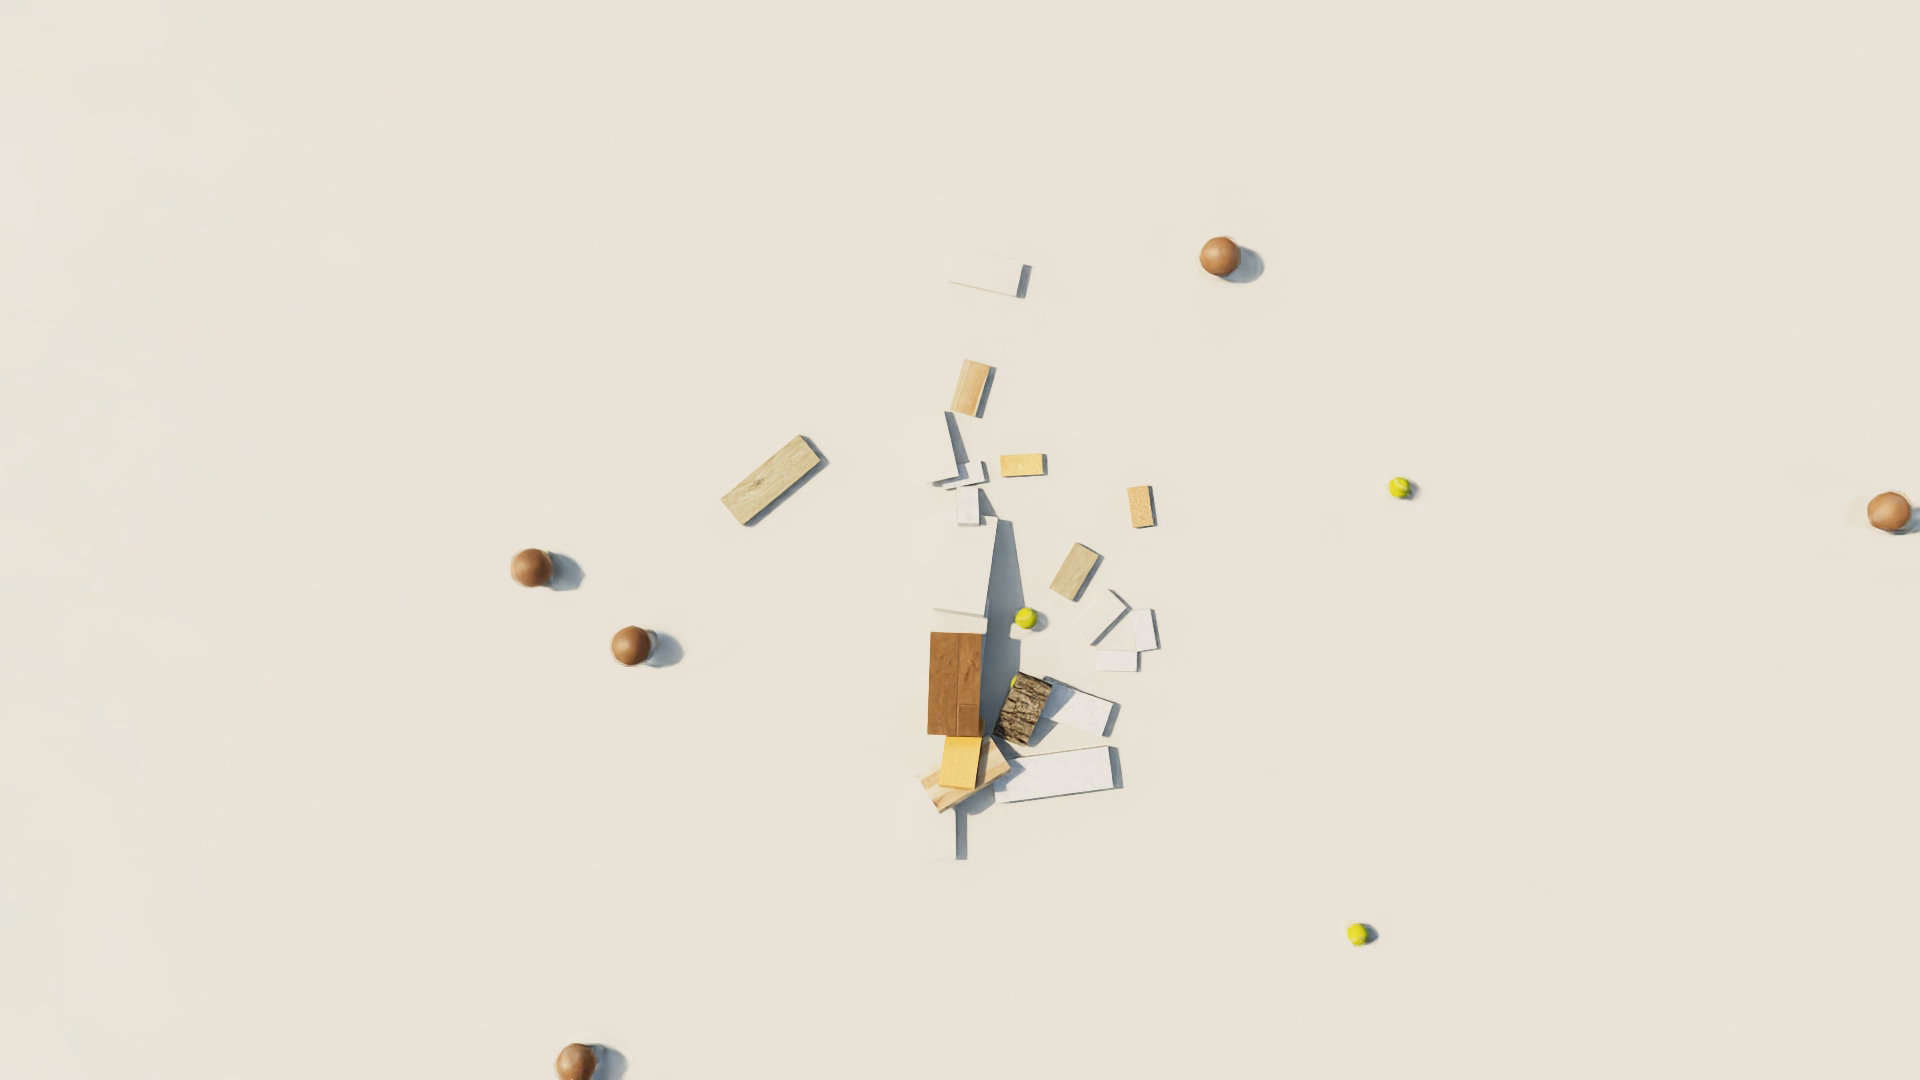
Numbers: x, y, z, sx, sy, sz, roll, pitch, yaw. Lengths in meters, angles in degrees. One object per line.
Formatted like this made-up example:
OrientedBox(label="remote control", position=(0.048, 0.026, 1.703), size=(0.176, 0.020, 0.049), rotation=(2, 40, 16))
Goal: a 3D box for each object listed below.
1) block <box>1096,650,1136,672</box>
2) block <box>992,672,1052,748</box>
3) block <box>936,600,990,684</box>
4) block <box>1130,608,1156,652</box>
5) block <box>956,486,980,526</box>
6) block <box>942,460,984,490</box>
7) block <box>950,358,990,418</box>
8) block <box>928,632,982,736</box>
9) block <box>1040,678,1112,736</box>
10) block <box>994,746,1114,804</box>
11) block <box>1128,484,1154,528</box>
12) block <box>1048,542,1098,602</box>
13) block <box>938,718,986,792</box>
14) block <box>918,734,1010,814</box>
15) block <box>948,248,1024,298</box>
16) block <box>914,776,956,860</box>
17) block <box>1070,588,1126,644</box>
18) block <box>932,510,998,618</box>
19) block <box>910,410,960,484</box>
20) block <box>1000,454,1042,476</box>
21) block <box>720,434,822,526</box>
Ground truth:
OrientedBox(label="block", position=(0.520, 0.401, 5.491), size=(0.134, 0.019, 0.067), rotation=(2, 90, 0))
OrientedBox(label="block", position=(0.205, 0.560, 5.440), size=(0.118, 0.034, 0.237), rotation=(22, 112, 0))
OrientedBox(label="block", position=(-0.003, 0.356, 5.444), size=(0.167, 0.047, 0.335), rotation=(6, 90, 0))
OrientedBox(label="block", position=(0.610, 0.299, 5.491), size=(0.067, 0.019, 0.134), rotation=(-10, 90, 0))
OrientedBox(label="block", position=(0.025, -0.112, 5.455), size=(0.069, 0.020, 0.139), rotation=(0, 61, -4))
OrientedBox(label="block", position=(0.007, -0.216, 5.490), size=(0.139, 0.020, 0.069), rotation=(-12, 90, 0))
OrientedBox(label="block", position=(0.032, -0.506, 5.488), size=(0.088, 0.025, 0.176), rotation=(16, 90, 0))
OrientedBox(label="block", position=(-0.018, 0.469, 5.397), size=(0.167, 0.047, 0.335), rotation=(2, 90, 0))
OrientedBox(label="block", position=(0.376, 0.558, 5.483), size=(0.237, 0.034, 0.118), rotation=(19, 90, 0))
OrientedBox(label="block", position=(0.305, 0.778, 5.481), size=(0.391, 0.039, 0.137), rotation=(-8, 90, 0))
OrientedBox(label="block", position=(0.600, -0.112, 5.491), size=(0.067, 0.019, 0.134), rotation=(-8, 90, 0))
OrientedBox(label="block", position=(0.377, 0.105, 5.488), size=(0.088, 0.025, 0.176), rotation=(30, 90, 0))
OrientedBox(label="block", position=(0.007, 0.701, 5.426), size=(0.118, 0.034, 0.237), rotation=(5, 65, 9))
OrientedBox(label="block", position=(0.015, 0.771, 5.432), size=(0.274, 0.039, 0.137), rotation=(-30, 65, -8))
OrientedBox(label="block", position=(0.086, -0.890, 5.484), size=(0.228, 0.032, 0.114), rotation=(13, 90, 0))
OrientedBox(label="block", position=(-0.083, 0.922, 5.481), size=(0.137, 0.039, 0.274), rotation=(-1, 90, 0))
OrientedBox(label="block", position=(0.460, 0.256, 5.488), size=(0.088, 0.025, 0.176), rotation=(44, 90, 0))
OrientedBox(label="block", position=(0.018, 0.079, 5.428), size=(0.167, 0.047, 0.335), rotation=(8, 73, 1))
OrientedBox(label="block", position=(-0.084, -0.308, 5.472), size=(0.114, 0.032, 0.228), rotation=(-13, 84, 0))
OrientedBox(label="block", position=(0.204, -0.250, 5.490), size=(0.139, 0.020, 0.069), rotation=(-3, 90, 0))
OrientedBox(label="block", position=(-0.629, -0.199, 5.484), size=(0.339, 0.032, 0.114), rotation=(-40, 90, 0))
